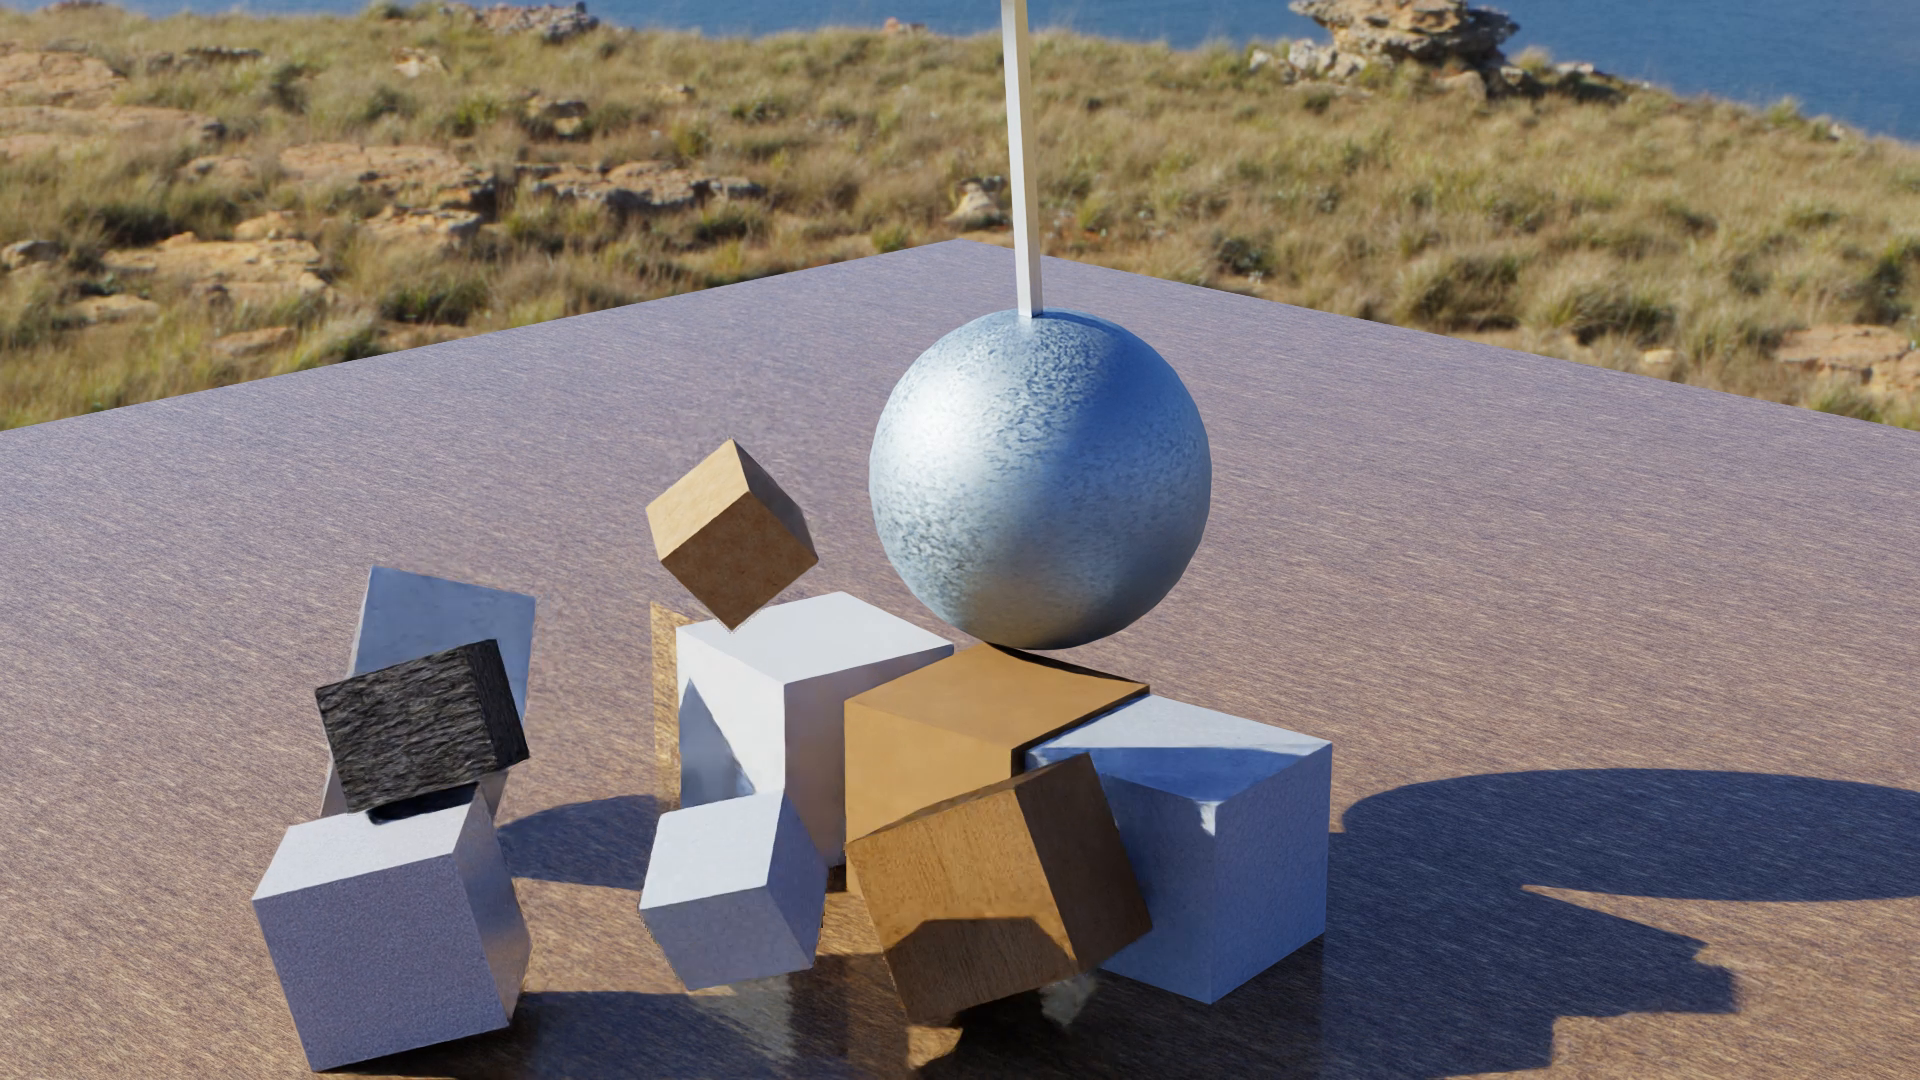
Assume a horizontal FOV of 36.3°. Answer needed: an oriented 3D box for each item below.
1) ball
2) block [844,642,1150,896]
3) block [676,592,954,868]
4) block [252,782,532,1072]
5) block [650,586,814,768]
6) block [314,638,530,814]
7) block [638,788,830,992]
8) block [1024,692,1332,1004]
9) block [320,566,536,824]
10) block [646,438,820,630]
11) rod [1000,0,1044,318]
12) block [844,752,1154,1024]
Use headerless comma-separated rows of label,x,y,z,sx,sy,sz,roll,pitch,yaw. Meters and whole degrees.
ball,0.374,-0.286,13.644,1.600,1.600,1.600,0,17,0
block,0.171,1.121,13.240,0.938,0.922,1.014,14,22,37
block,-0.685,0.902,13.882,0.936,0.954,0.947,-12,21,-34
block,-2.272,1.551,11.836,0.815,0.769,0.732,-14,17,3
block,-1.046,0.721,14.677,0.677,0.824,0.750,-14,22,-37
block,-2.215,0.763,12.134,0.636,0.526,0.631,-16,0,3
block,-0.873,1.363,11.419,0.528,0.476,0.516,-13,37,16
block,0.939,1.310,12.688,0.974,0.893,0.907,13,22,36
block,-2.473,0.786,13.646,0.771,0.885,0.829,12,41,-13
block,-0.941,-0.025,12.076,0.470,0.455,0.464,-38,31,9
rod,0.162,-3.454,12.426,0.080,5.200,0.080,17,29,42
block,0.166,1.412,11.944,0.820,0.773,0.709,-21,-2,28
